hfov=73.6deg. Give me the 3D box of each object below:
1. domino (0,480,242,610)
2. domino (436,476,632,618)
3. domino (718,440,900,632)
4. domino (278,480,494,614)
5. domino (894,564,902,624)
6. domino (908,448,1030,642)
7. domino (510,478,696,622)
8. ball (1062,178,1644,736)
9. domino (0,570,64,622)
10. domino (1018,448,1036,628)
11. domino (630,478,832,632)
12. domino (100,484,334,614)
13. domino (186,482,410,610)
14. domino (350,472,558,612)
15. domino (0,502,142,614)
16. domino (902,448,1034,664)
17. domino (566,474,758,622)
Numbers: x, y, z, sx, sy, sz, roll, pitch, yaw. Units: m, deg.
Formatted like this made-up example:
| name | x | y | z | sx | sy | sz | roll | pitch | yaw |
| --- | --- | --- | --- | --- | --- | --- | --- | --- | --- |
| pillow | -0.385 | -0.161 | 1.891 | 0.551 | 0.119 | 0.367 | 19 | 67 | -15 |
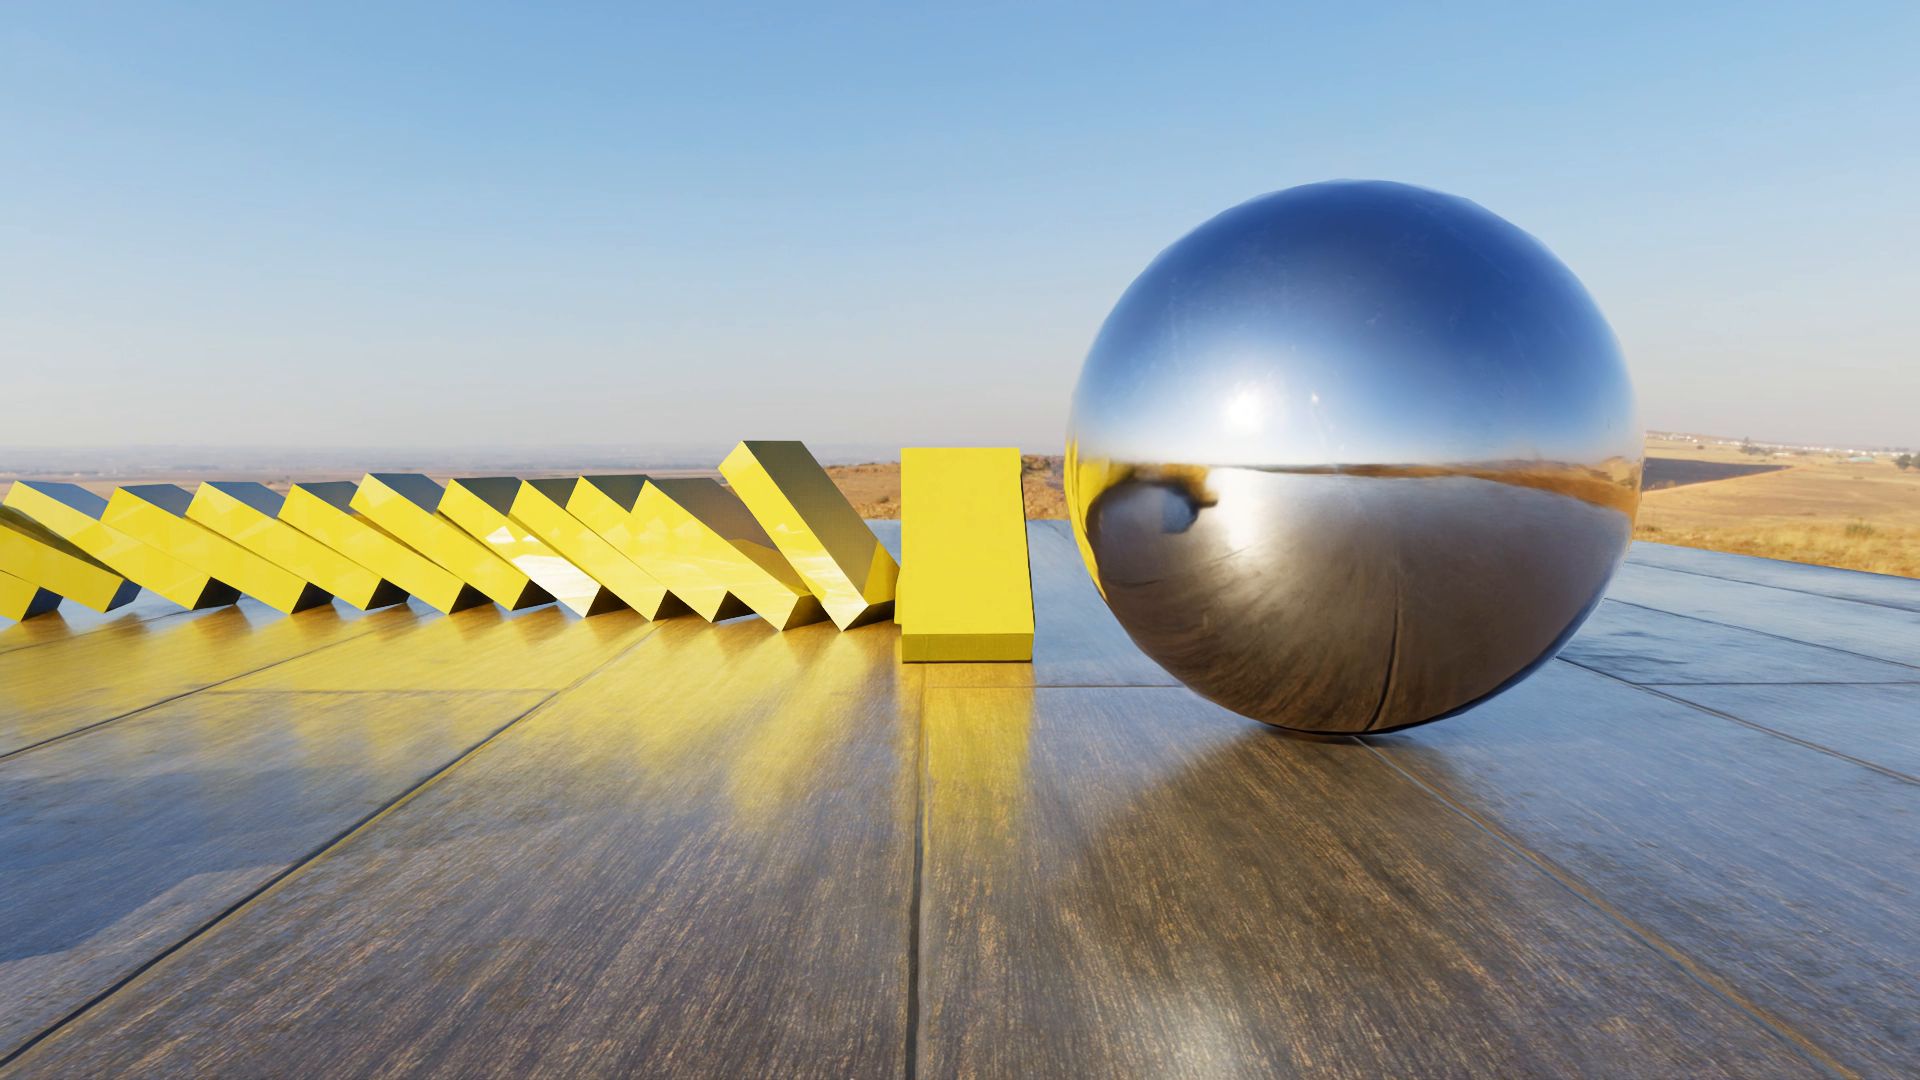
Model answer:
| name | x | y | z | sx | sy | sz | roll | pitch | yaw |
| --- | --- | --- | --- | --- | --- | --- | --- | --- | --- |
| domino | -0.211 | 0.001 | 0.326 | 0.050 | 0.010 | 0.025 | 28 | -3 | -7 |
| domino | -0.106 | 0.001 | 0.330 | 0.050 | 0.010 | 0.025 | 33 | 13 | 13 |
| domino | -0.033 | -0.002 | 0.306 | 0.010 | 0.050 | 0.025 | -44 | -15 | 22 |
| domino | -0.146 | 0.001 | 0.333 | 0.050 | 0.010 | 0.025 | 29 | 6 | 2 |
| domino | 0.000 | 0.004 | 0.310 | 0.025 | 0.010 | 0.050 | 5 | 27 | 2 |
| domino | 0.001 | 0.000 | 0.289 | 0.025 | 0.010 | 0.050 | 0 | 48 | -3 |
| domino | -0.086 | 0.001 | 0.325 | 0.050 | 0.010 | 0.025 | 34 | 16 | 18 |
| ball | 0.055 | -0.012 | 0.188 | 0.080 | 0.080 | 0.080 | 0 | 4 | 0 |
| domino | -0.247 | 0.004 | 0.311 | 0.050 | 0.010 | 0.025 | 27 | -5 | -18 |
| domino | 0.002 | 0.001 | 0.276 | 0.025 | 0.009 | 0.050 | 0 | 48 | -3 |
| domino | -0.052 | 0.002 | 0.309 | 0.050 | 0.010 | 0.025 | 35 | 18 | 20 |
| domino | -0.187 | 0.002 | 0.329 | 0.050 | 0.009 | 0.025 | 28 | 2 | -6 |
| domino | -0.168 | 0.001 | 0.332 | 0.050 | 0.010 | 0.025 | 29 | 2 | -2 |
| domino | -0.128 | 0.000 | 0.332 | 0.050 | 0.010 | 0.025 | 32 | 6 | 5 |
| domino | -0.231 | 0.001 | 0.316 | 0.050 | 0.009 | 0.025 | 29 | -5 | -18 |
| domino | 0.001 | 0.002 | 0.262 | 0.025 | 0.009 | 0.050 | 0 | 48 | -3 |
| domino | -0.070 | 0.001 | 0.318 | 0.050 | 0.009 | 0.025 | 35 | 17 | 19 |
